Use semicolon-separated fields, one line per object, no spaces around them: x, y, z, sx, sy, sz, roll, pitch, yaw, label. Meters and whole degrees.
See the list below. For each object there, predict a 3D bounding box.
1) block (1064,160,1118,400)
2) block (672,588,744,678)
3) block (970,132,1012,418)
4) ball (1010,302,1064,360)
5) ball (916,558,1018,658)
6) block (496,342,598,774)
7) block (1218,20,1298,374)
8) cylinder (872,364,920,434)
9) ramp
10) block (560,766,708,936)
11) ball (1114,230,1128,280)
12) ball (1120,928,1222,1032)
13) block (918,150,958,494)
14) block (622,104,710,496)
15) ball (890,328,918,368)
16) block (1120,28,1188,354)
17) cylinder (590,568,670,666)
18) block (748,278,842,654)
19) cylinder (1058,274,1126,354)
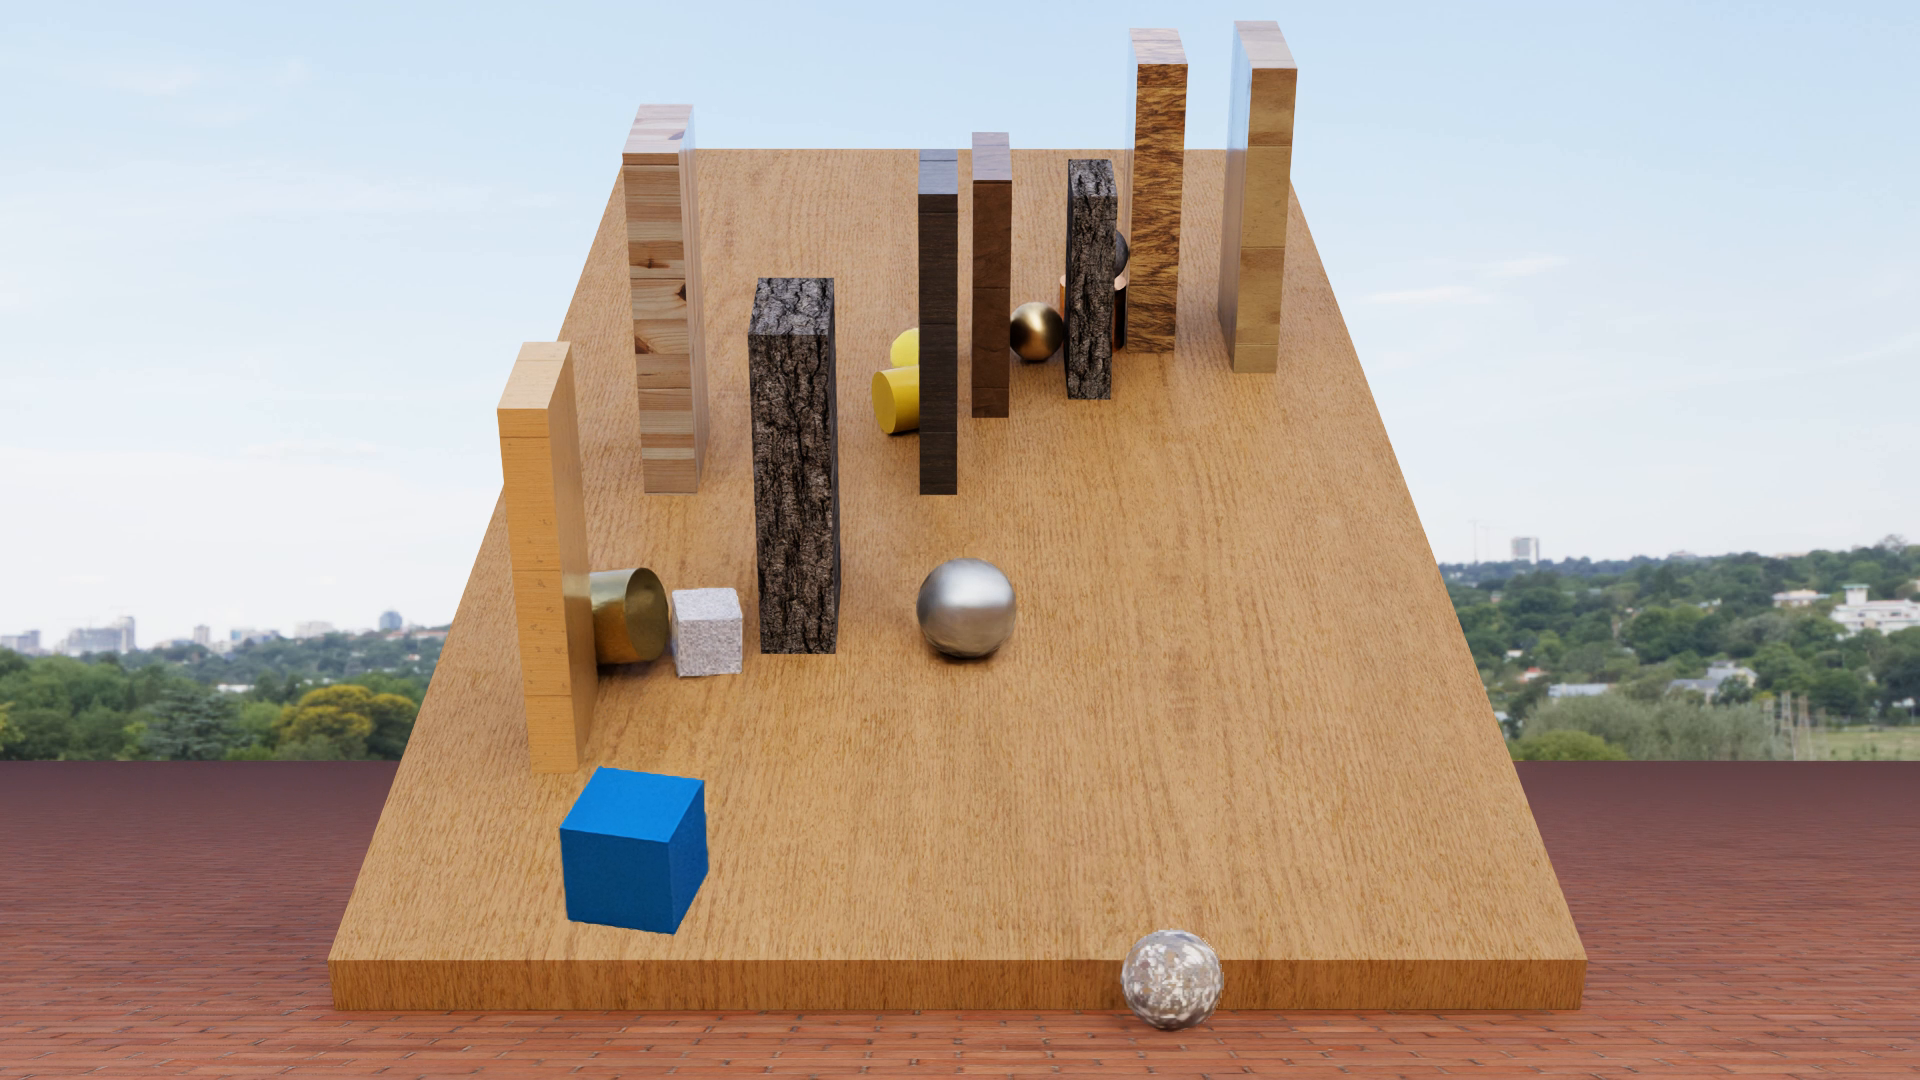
0.308;-0.621;5.675;0.101;0.509;0.260;0;28;0;block
-0.486;0.176;4.569;0.122;0.122;0.122;-3;28;-13;block
0.071;-0.624;5.600;0.087;0.584;0.338;0;28;0;block
0.185;-0.513;5.859;0.144;0.144;0.144;0;-5;0;ball
0.014;0.130;4.588;0.195;0.195;0.195;0;-5;0;ball
-0.722;0.035;4.208;0.083;0.715;0.280;0;28;0;block
0.720;-0.837;5.818;0.105;0.762;0.399;0;28;0;block
-0.110;-0.330;5.512;0.146;0.146;0.146;-12;0;-22;cylinder
-0.011;-0.223;5.573;2.000;0.100;4.000;0;28;0;ramp
-0.529;0.506;3.888;0.181;0.181;0.181;6;28;11;block
0.338;-0.704;5.864;0.151;0.151;0.151;0;-5;0;ball
0.314;0.654;3.543;0.150;0.150;0.150;0;-5;0;ball
-0.047;-0.472;5.195;0.082;0.694;0.287;0;28;0;block
-0.634;-0.521;5.189;0.115;0.781;0.330;0;28;0;block
-0.104;-0.445;5.747;0.130;0.130;0.130;0;-5;0;ball
0.473;-0.860;5.887;0.119;0.736;0.305;0;28;0;block
-0.673;0.148;4.528;0.178;0.178;0.178;-6;-7;20;cylinder
-0.313;-0.140;4.589;0.144;0.670;0.279;0;28;0;block
0.329;-0.568;5.944;0.165;0.165;0.165;0;28;0;cylinder
